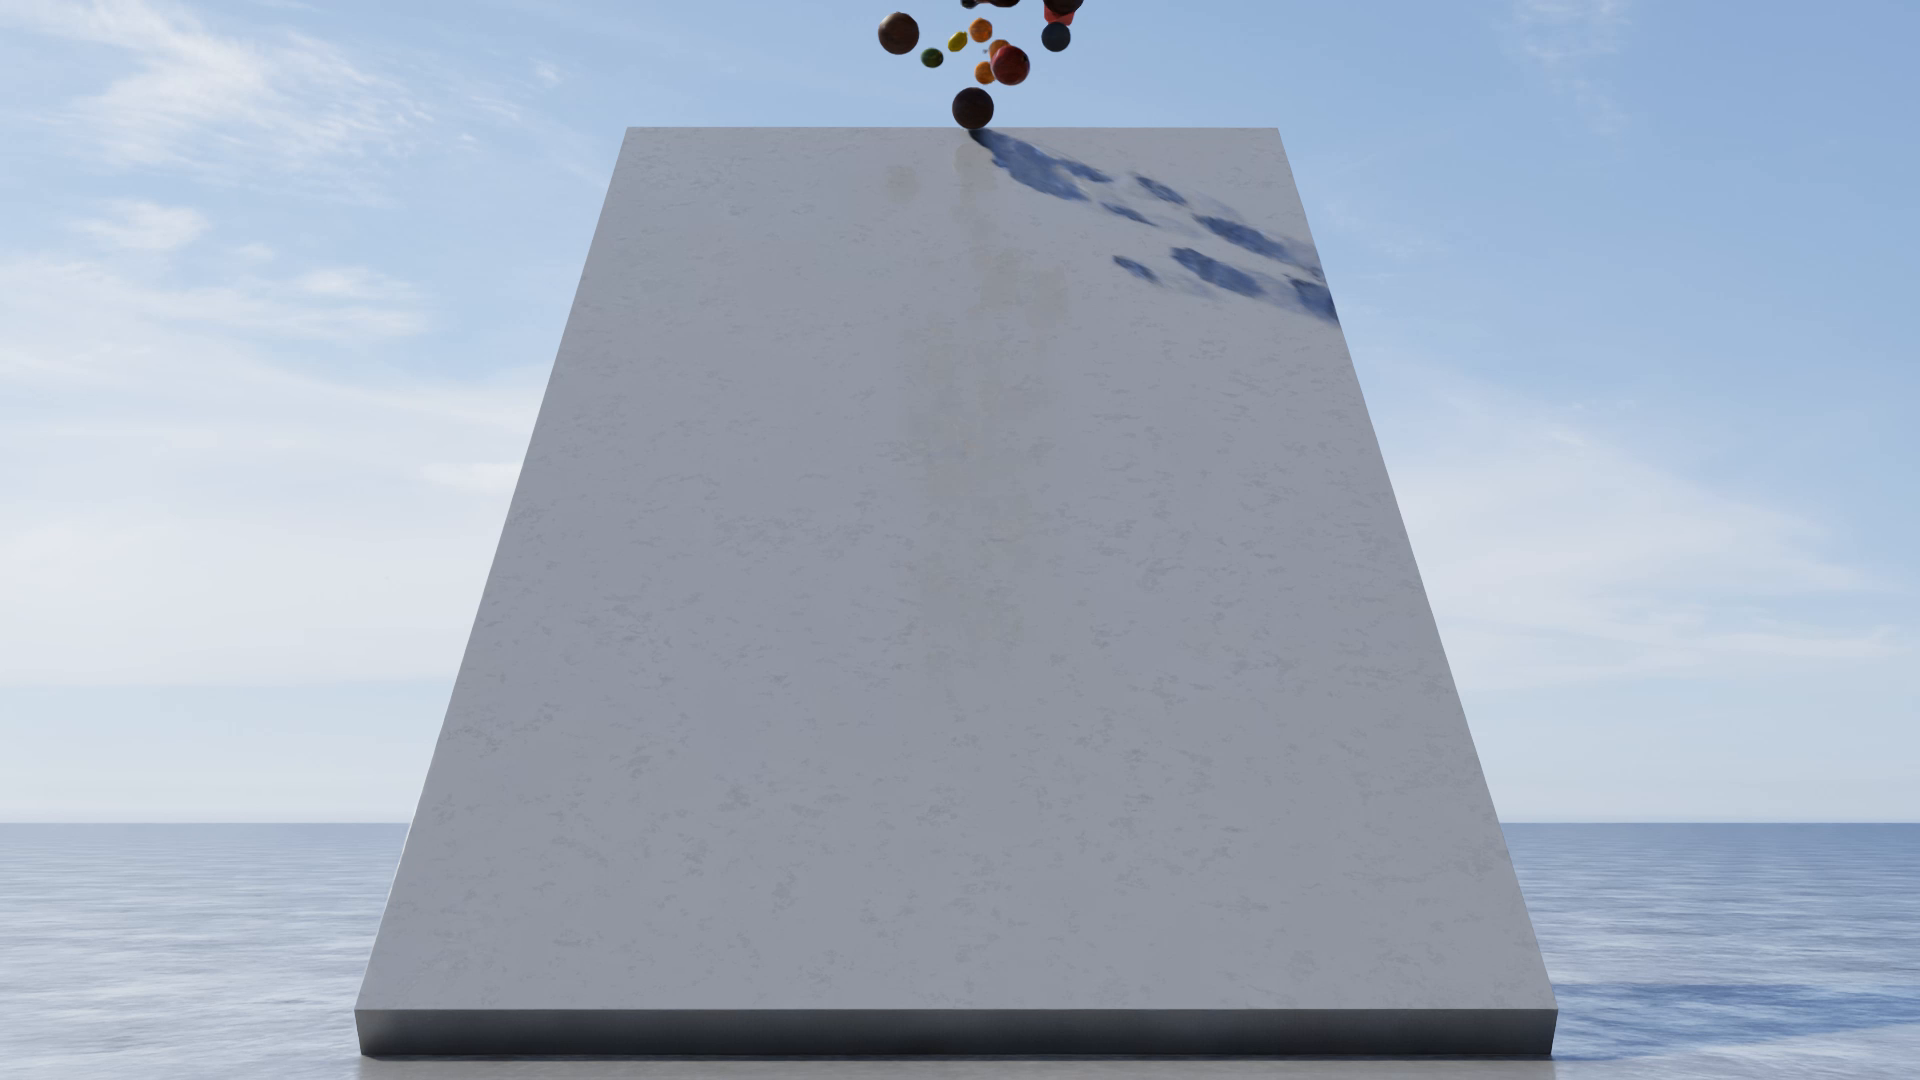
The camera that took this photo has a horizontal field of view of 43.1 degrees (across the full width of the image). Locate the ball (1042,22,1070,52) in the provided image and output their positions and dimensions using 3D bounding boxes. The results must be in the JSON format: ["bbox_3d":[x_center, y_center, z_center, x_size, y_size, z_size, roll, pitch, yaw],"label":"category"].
[{"bbox_3d":[0.279,-1.464,7.063,0.086,0.086,0.086,0,-6,0],"label":"ball"}]

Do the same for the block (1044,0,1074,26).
[{"bbox_3d":[0.292,-1.554,7.168,0.062,0.062,0.062,-25,-18,-15],"label":"block"}]

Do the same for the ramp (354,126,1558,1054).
[{"bbox_3d":[-0.014,-0.202,5.774,2.000,0.100,4.000,0,31,0],"label":"ramp"}]
